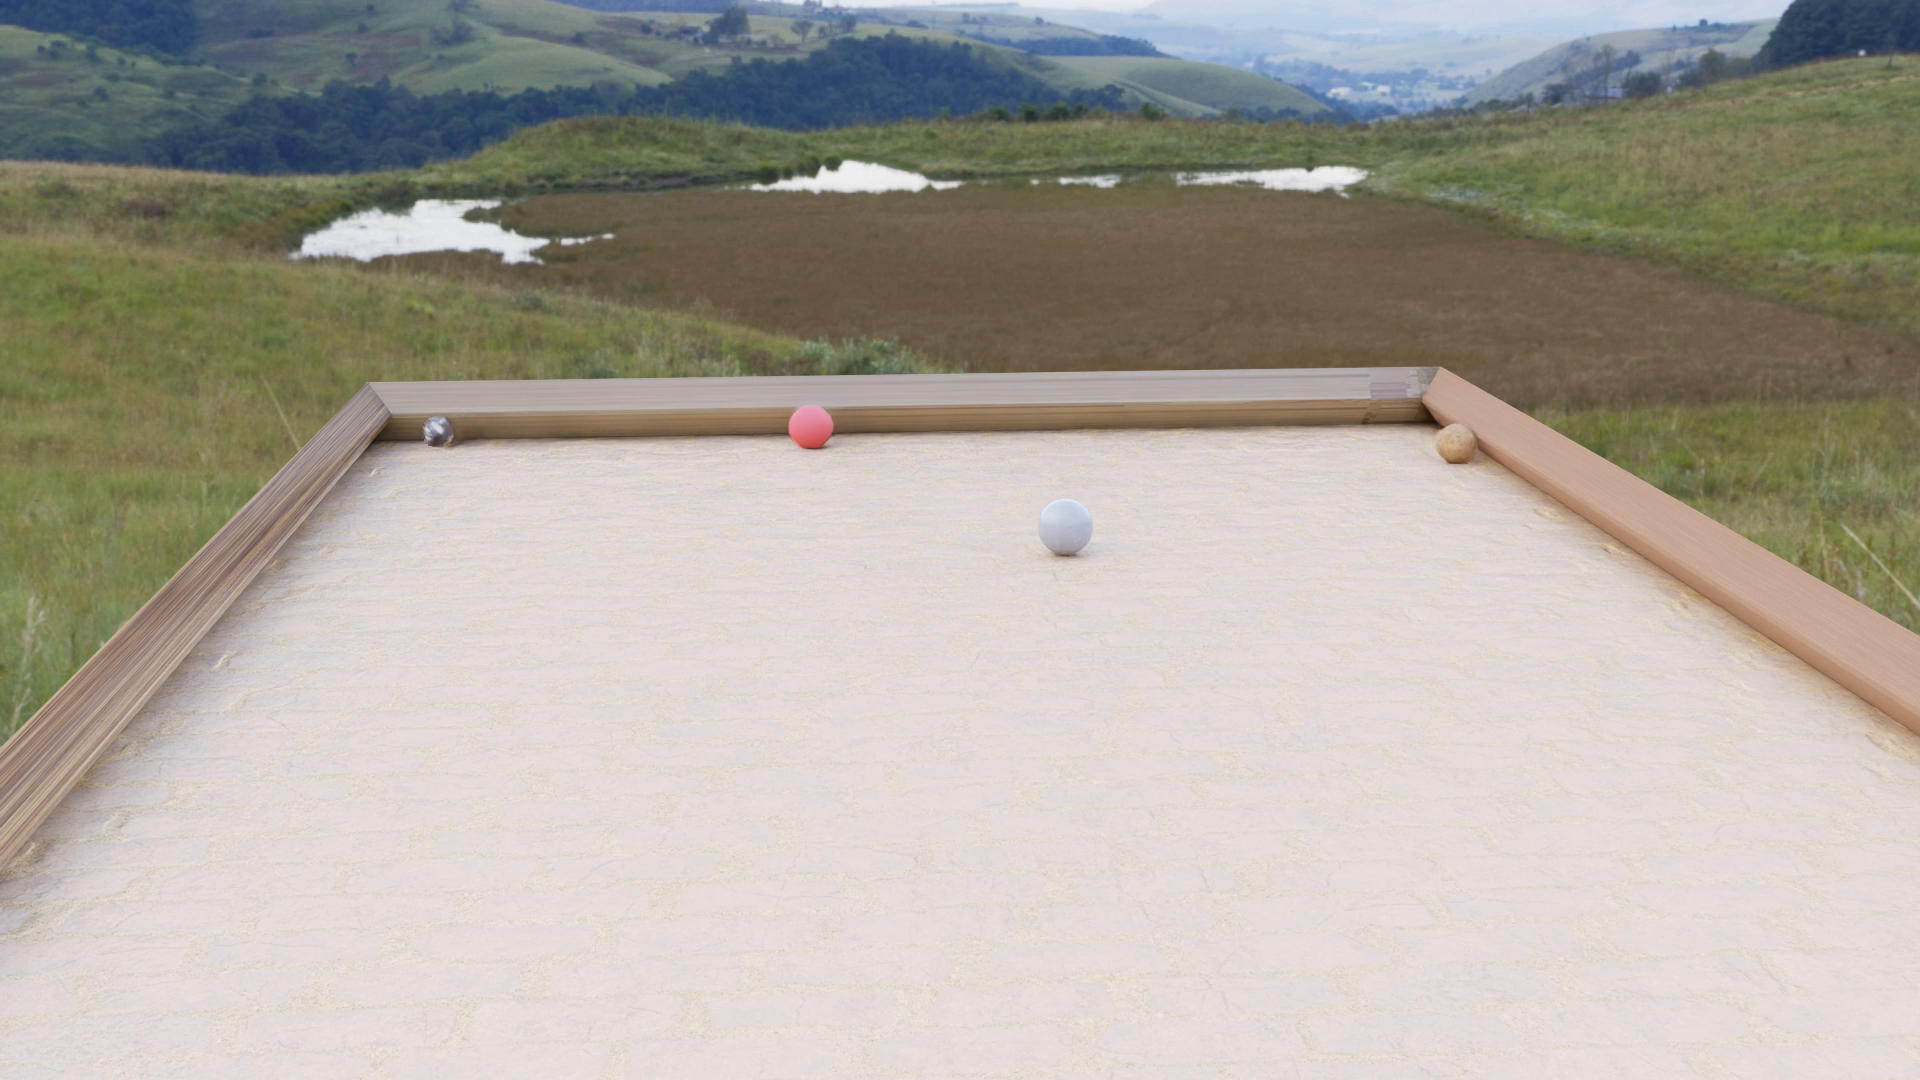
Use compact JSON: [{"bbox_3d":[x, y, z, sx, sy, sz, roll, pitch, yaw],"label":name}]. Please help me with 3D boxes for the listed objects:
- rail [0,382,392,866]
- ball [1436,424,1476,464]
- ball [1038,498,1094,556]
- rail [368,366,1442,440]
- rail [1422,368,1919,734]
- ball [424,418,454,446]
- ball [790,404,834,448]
[{"bbox_3d":[-0.812,0.219,1.950,0.045,0.098,3.576,-1,14,-5],"label":"rail"},{"bbox_3d":[0.791,-0.154,3.508,0.063,0.063,0.063,0,14,0],"label":"ball"},{"bbox_3d":[0.141,-0.018,2.941,0.075,0.075,0.075,0,14,0],"label":"ball"},{"bbox_3d":[-0.074,-0.228,3.729,1.831,0.098,0.045,-1,14,-5],"label":"rail"},{"bbox_3d":[0.965,0.182,2.098,0.045,0.098,3.576,-1,14,-5],"label":"rail"},{"bbox_3d":[-0.862,-0.179,3.636,0.049,0.049,0.049,0,14,0],"label":"ball"},{"bbox_3d":[-0.245,-0.187,3.621,0.072,0.072,0.072,0,14,0],"label":"ball"}]
